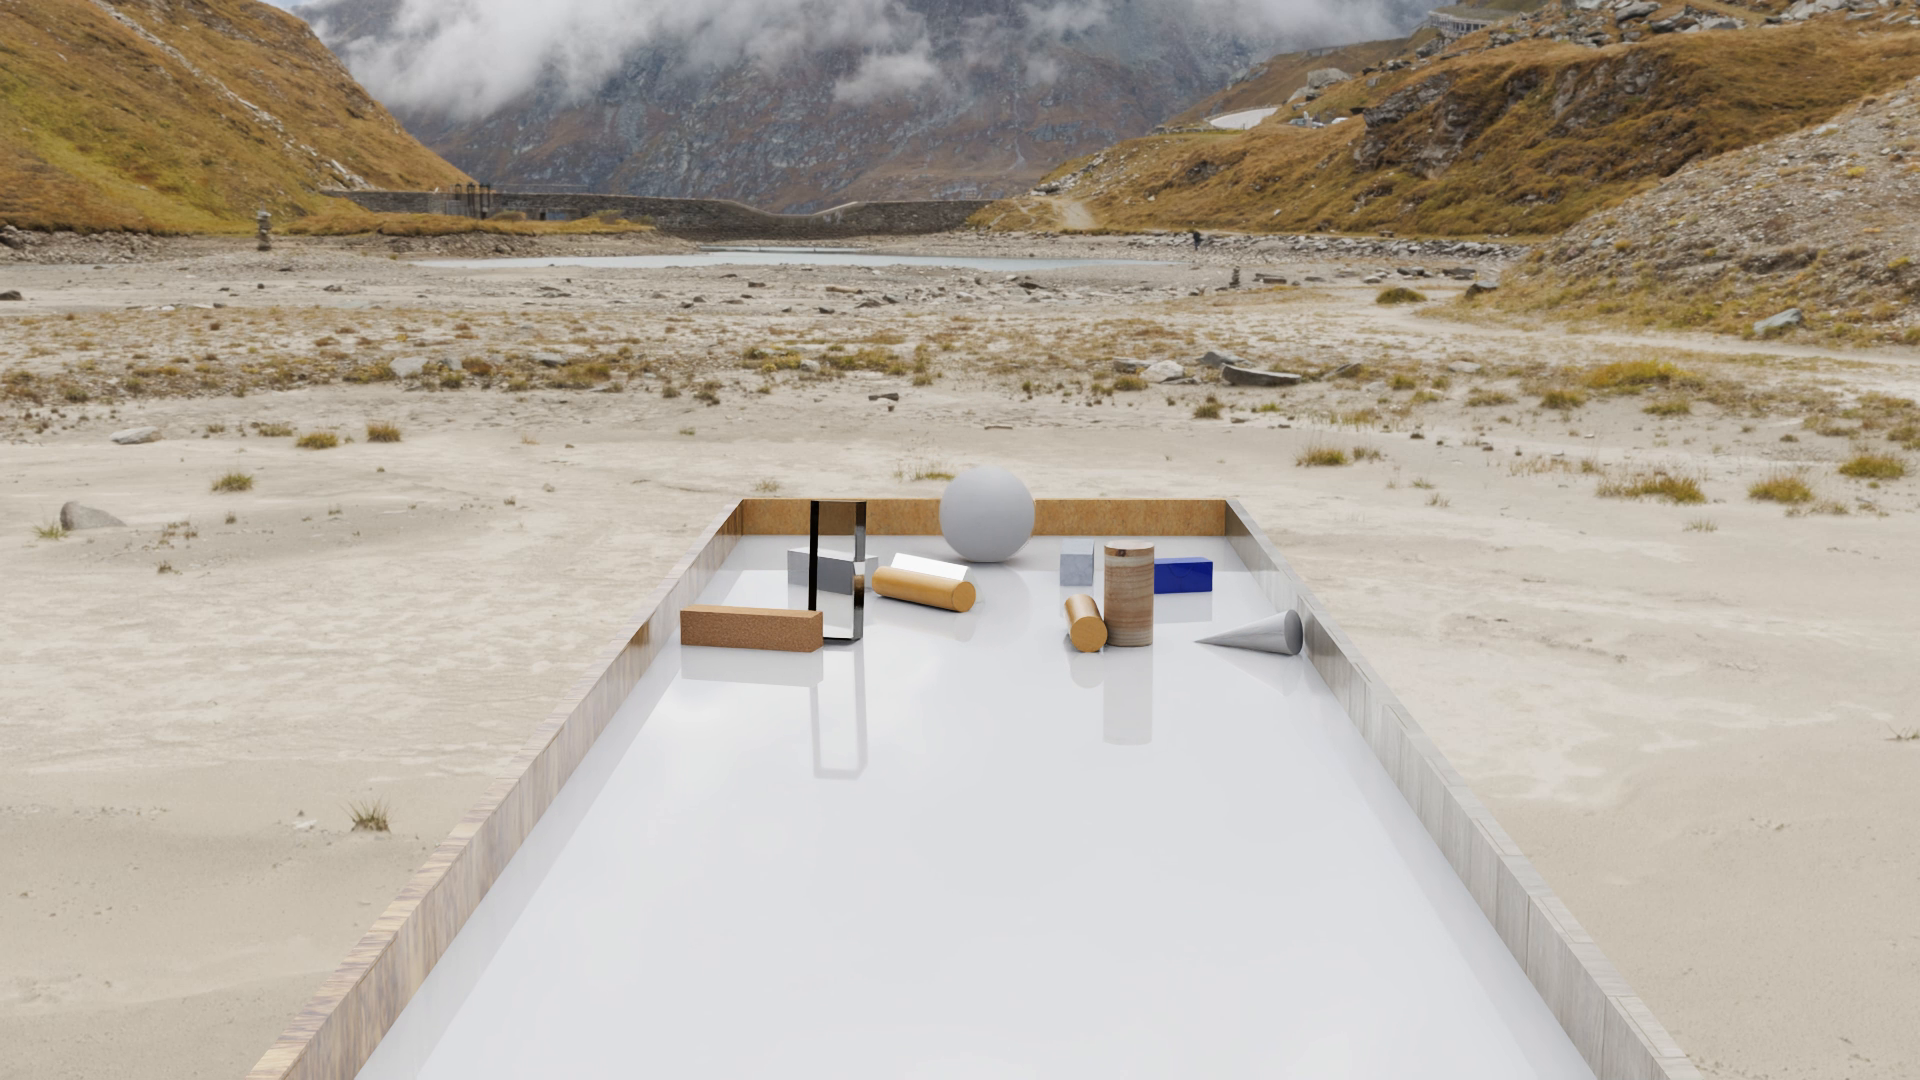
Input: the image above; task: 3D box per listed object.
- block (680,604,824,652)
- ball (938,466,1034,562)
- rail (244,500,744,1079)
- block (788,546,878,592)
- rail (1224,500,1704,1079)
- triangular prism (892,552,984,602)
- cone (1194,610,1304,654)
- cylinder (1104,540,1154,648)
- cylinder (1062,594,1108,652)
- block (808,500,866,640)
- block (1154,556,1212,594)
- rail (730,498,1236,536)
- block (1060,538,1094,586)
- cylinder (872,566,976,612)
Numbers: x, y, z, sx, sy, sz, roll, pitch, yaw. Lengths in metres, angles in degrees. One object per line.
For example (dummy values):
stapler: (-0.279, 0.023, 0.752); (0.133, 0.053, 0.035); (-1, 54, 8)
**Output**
block: (-0.655, 0.277, 6.912); (0.436, 0.110, 0.110); (3, 9, 16)
ball: (0.103, -0.100, 8.457); (0.370, 0.370, 0.370); (0, 9, 0)
rail: (-1.004, 0.839, 3.234); (0.050, 0.150, 12.000); (0, 9, 1)
block: (-0.460, 0.108, 7.936); (0.345, 0.122, 0.122); (8, 12, 42)
rail: (1.046, 0.843, 3.208); (0.050, 0.150, 12.000); (0, 9, 1)
triangular prism: (-0.097, 0.132, 7.746); (0.149, 0.129, 0.386); (-8, 12, -40)
cone: (0.881, 0.303, 6.877); (0.355, 0.141, 0.141); (-8, 4, 33)
cylinder: (0.532, 0.168, 6.934); (0.158, 0.313, 0.158); (0, 11, 0)
cylinder: (0.396, 0.262, 6.994); (0.114, 0.114, 0.389); (0, 9, -1)
block: (-0.390, 0.094, 6.979); (0.144, 0.436, 0.144); (2, 2, 12)
block: (0.711, 0.129, 7.851); (0.365, 0.108, 0.108); (-2, 9, -13)
rail: (0.099, -0.098, 9.147); (2.100, 0.150, 0.050); (0, 9, 1)
block: (0.434, 0.081, 8.127); (0.117, 0.117, 0.358); (1, 9, 4)
cylinder: (-0.128, 0.168, 7.613); (0.106, 0.106, 0.424); (-8, 12, -42)
